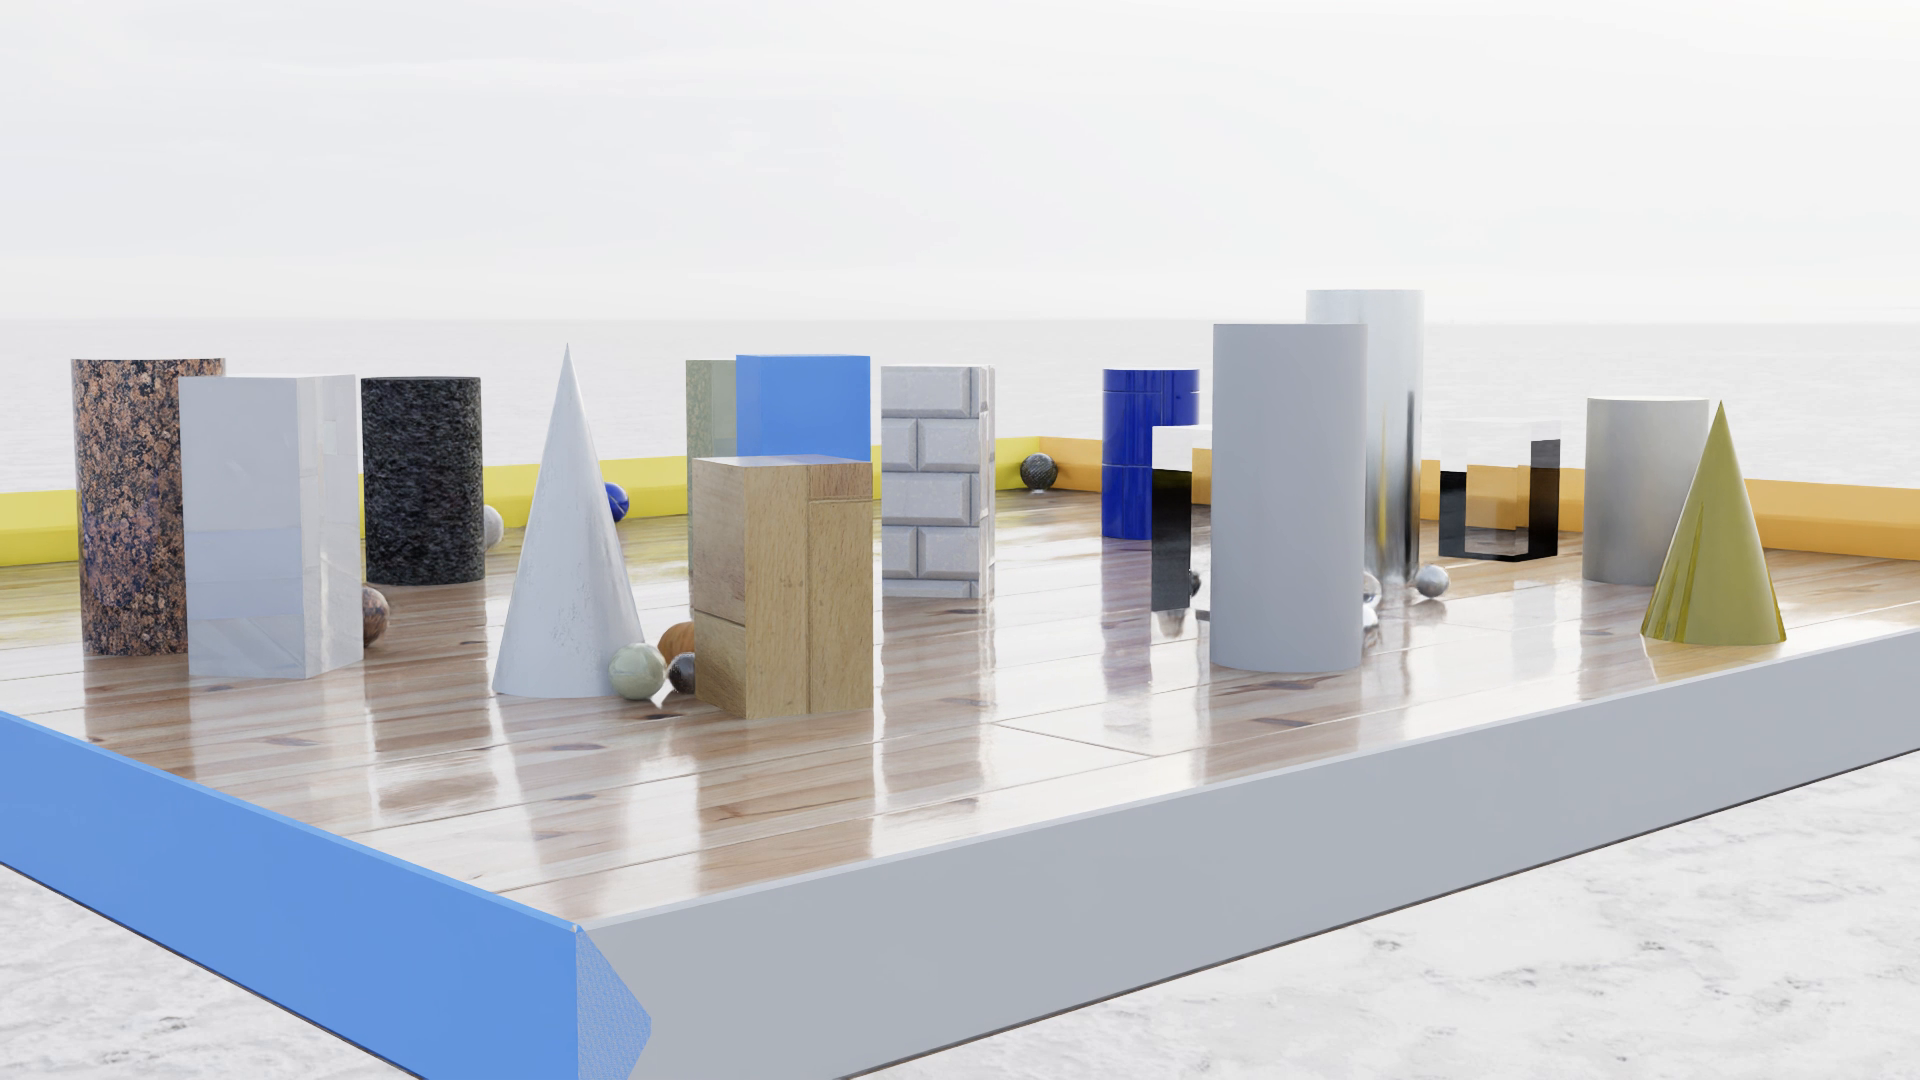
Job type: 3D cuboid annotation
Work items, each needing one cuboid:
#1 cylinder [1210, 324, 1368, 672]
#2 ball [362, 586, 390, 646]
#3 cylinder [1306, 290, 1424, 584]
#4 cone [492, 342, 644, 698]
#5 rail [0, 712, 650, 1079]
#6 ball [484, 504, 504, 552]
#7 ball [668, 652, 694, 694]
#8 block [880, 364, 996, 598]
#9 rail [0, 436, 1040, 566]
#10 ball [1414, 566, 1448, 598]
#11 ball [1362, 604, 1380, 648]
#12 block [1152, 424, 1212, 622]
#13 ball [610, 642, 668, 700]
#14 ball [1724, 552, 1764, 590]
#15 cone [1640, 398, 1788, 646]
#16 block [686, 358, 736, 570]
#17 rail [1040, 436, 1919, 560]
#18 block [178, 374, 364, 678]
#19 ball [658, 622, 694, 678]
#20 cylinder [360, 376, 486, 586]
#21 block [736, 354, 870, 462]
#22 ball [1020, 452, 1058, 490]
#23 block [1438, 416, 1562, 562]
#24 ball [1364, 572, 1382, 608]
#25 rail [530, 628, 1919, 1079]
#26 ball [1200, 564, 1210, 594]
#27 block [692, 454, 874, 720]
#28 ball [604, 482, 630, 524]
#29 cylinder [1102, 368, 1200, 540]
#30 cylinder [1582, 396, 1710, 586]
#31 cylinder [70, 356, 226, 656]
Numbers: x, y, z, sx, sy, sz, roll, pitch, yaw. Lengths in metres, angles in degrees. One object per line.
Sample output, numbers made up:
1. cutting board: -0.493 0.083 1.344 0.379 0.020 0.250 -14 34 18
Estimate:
1. cylinder: 0.413 -0.059 2.772 0.192 0.426 0.192 0 6 0
2. ball: -0.795 0.100 2.907 0.081 0.081 0.081 0 6 0
3. cylinder: 0.665 -0.174 3.634 0.192 0.475 0.192 0 6 0
4. cone: -0.460 -0.031 2.598 0.192 0.407 0.192 0 6 0
5. rail: -1.187 0.147 2.243 0.045 0.125 2.965 -6 8 -42
6. ball: -0.882 -0.022 4.040 0.087 0.087 0.087 0 6 0
7. ball: -0.314 0.154 2.545 0.049 0.049 0.049 0 6 0
8. block: -0.033 -0.097 3.463 0.154 0.357 0.154 1 6 10
9. rail: -0.989 -0.080 4.398 3.277 0.125 0.045 -6 8 -42
10. ball: 0.727 0.064 3.388 0.052 0.052 0.052 0 6 0
11. ball: 0.517 0.113 2.880 0.062 0.062 0.062 0 6 0
12. block: 0.389 -0.028 3.207 0.154 0.273 0.154 -5 8 -38
13. ball: -0.367 0.150 2.511 0.066 0.066 0.066 0 6 0
14. ball: 1.242 0.050 3.484 0.061 0.061 0.061 0 6 0
15. cone: 1.030 -0.031 2.992 0.192 0.324 0.192 0 6 0
16. block: -0.374 -0.134 3.808 0.154 0.358 0.154 1 6 13
17. rail: 1.187 -0.082 4.421 0.045 0.125 2.965 -6 8 -42
18. block: -0.850 -0.022 2.724 0.154 0.363 0.154 1 6 11
19. ball: -0.321 0.134 2.605 0.076 0.076 0.076 0 6 0
20. cylinder: -0.884 -0.101 3.625 0.192 0.331 0.192 0 6 0
21. block: -0.219 -0.068 3.075 0.154 0.380 0.154 -2 6 -18
22. ball: 0.194 -0.167 5.395 0.093 0.093 0.093 0 6 0
23. block: 0.973 -0.094 3.963 0.154 0.246 0.154 6 8 43
24. ball: 0.593 0.077 3.244 0.058 0.058 0.058 0 6 0
25. rail: 0.989 0.145 2.266 3.277 0.125 0.045 -6 8 -42
26. ball: 0.400 0.061 3.411 0.054 0.054 0.054 0 6 0
27. block: -0.200 0.048 2.479 0.154 0.275 0.154 -3 7 -28
28. ball: -0.729 -0.076 4.548 0.089 0.089 0.089 0 6 0
29. cylinder: 0.375 -0.173 4.325 0.192 0.328 0.192 0 6 0
30. cylinder: 1.128 -0.084 3.621 0.192 0.299 0.192 0 6 0
31. cylinder: -1.064 -0.050 2.906 0.192 0.380 0.192 0 6 0
